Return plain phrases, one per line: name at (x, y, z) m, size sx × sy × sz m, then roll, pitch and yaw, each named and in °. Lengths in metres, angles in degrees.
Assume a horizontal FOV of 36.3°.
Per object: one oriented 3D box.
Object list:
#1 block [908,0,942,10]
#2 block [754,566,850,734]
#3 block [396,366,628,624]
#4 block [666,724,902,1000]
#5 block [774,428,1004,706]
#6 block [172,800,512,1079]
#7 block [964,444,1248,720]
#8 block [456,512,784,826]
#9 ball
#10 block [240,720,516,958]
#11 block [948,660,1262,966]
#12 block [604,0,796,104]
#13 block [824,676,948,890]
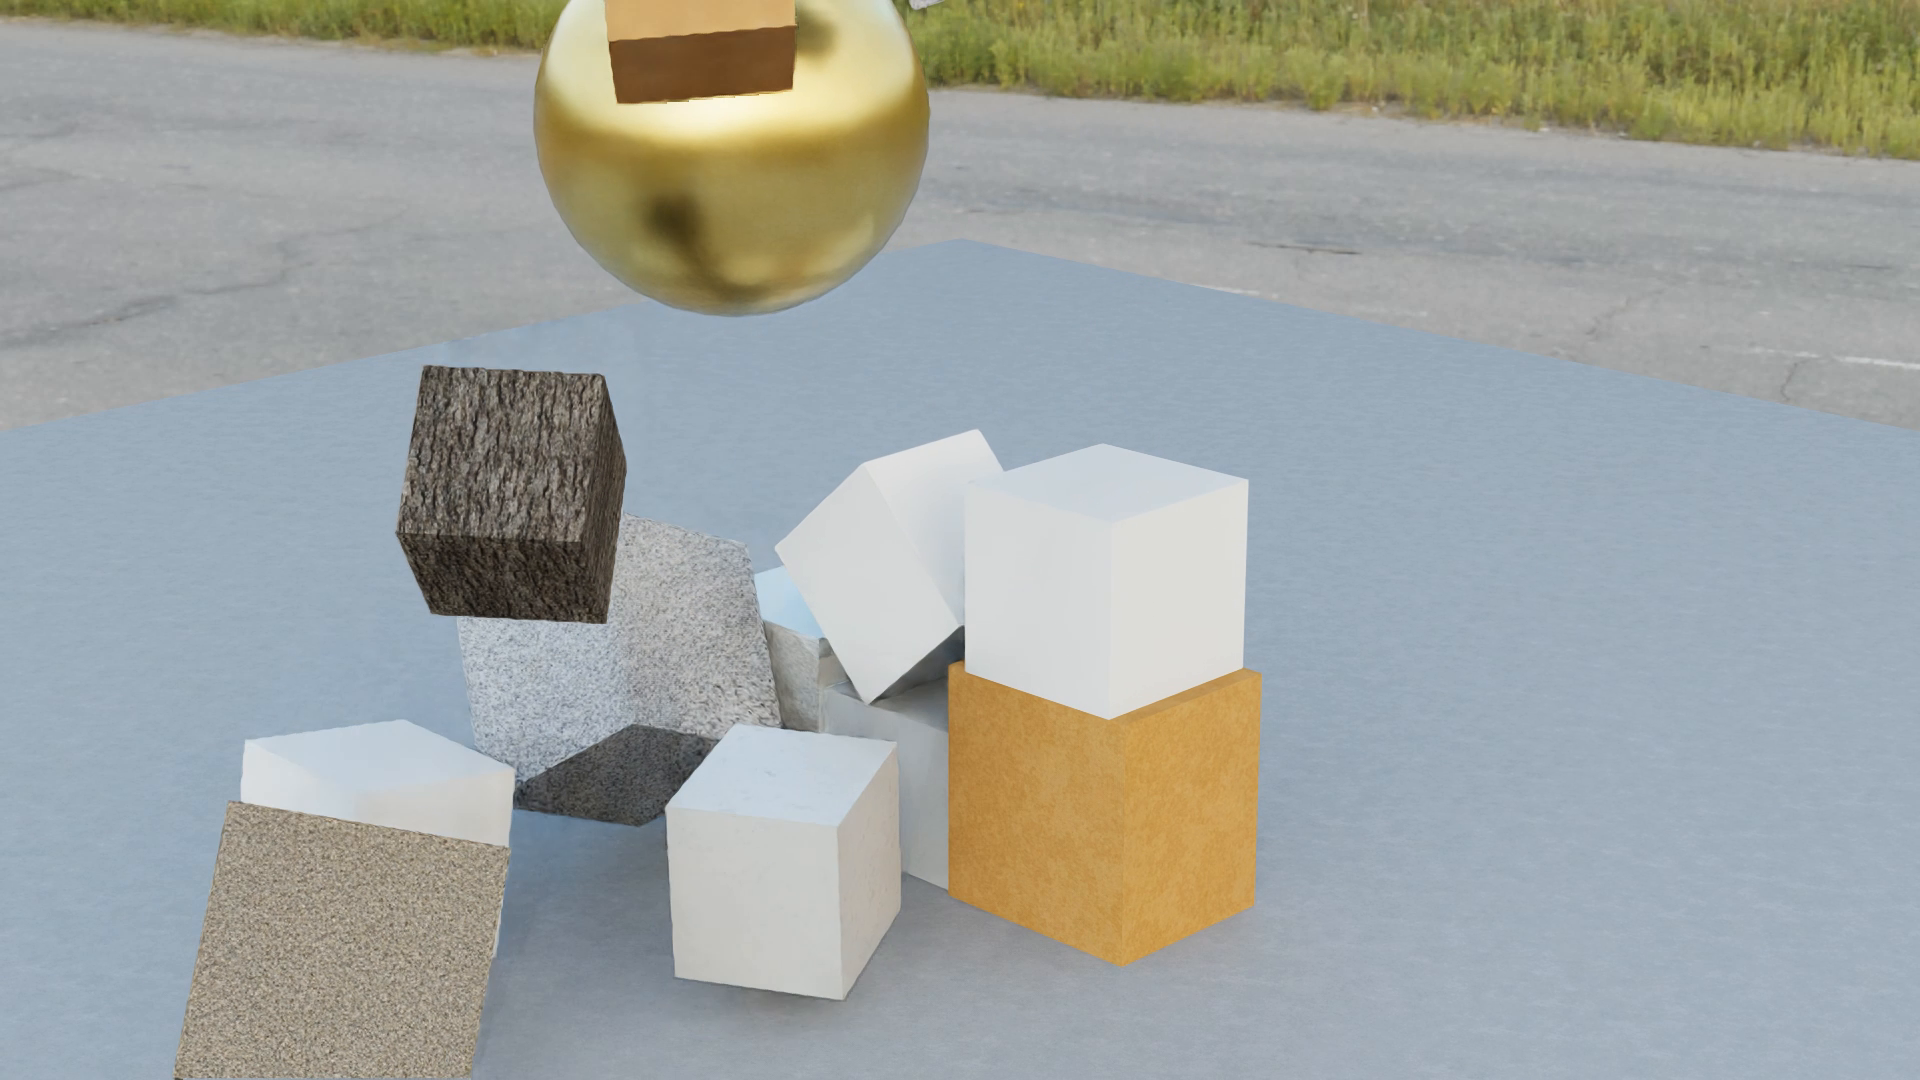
block at (0.010, -2.445, 10.686) m, size 0.630 × 0.654 × 0.585 m, roll -14°, pitch 37°, yaw 31°
block at (-0.676, 0.747, 14.283) m, size 0.860 × 1.010 × 0.930 m, roll -17°, pitch 24°, yaw -42°
block at (-1.648, -0.162, 10.887) m, size 0.667 × 0.679 × 0.713 m, roll 3°, pitch -25°, yaw 3°
block at (-0.717, 1.322, 12.173) m, size 0.726 × 0.785 × 0.803 m, roll 5°, pitch 22°, yaw 15°
block at (-0.171, 0.121, 13.490) m, size 0.779 × 0.859 × 0.771 m, roll -19°, pitch -17°, yaw -46°
block at (-2.281, 1.581, 10.867) m, size 1.019 × 0.986 × 0.839 m, roll 11°, pitch -13°, yaw -10°
block at (0.631, 0.159, 12.714) m, size 0.840 × 0.860 × 0.886 m, roll 16°, pitch 24°, yaw 42°
block at (-1.580, 0.606, 13.563) m, size 0.995 × 1.060 × 0.977 m, roll -28°, pitch -28°, yaw 33°
ball at (-0.920, -1.700, 11.844) m, size 1.600 × 1.600 × 1.600 m, roll 0°, pitch 17°, yaw 0°
block at (-2.496, 1.316, 12.450) m, size 0.783 × 0.845 × 0.822 m, roll 17°, pitch 15°, yaw 40°
block at (0.634, 1.093, 13.022) m, size 1.048 × 1.106 × 0.889 m, roll 17°, pitch 24°, yaw 42°
block at (-0.974, -2.094, 10.725) m, size 0.663 × 0.754 × 0.723 m, roll -6°, pitch -9°, yaw -5°
block at (-0.046, 1.056, 13.713) m, size 0.842 × 0.763 × 0.801 m, roll 17°, pitch 24°, yaw 42°
